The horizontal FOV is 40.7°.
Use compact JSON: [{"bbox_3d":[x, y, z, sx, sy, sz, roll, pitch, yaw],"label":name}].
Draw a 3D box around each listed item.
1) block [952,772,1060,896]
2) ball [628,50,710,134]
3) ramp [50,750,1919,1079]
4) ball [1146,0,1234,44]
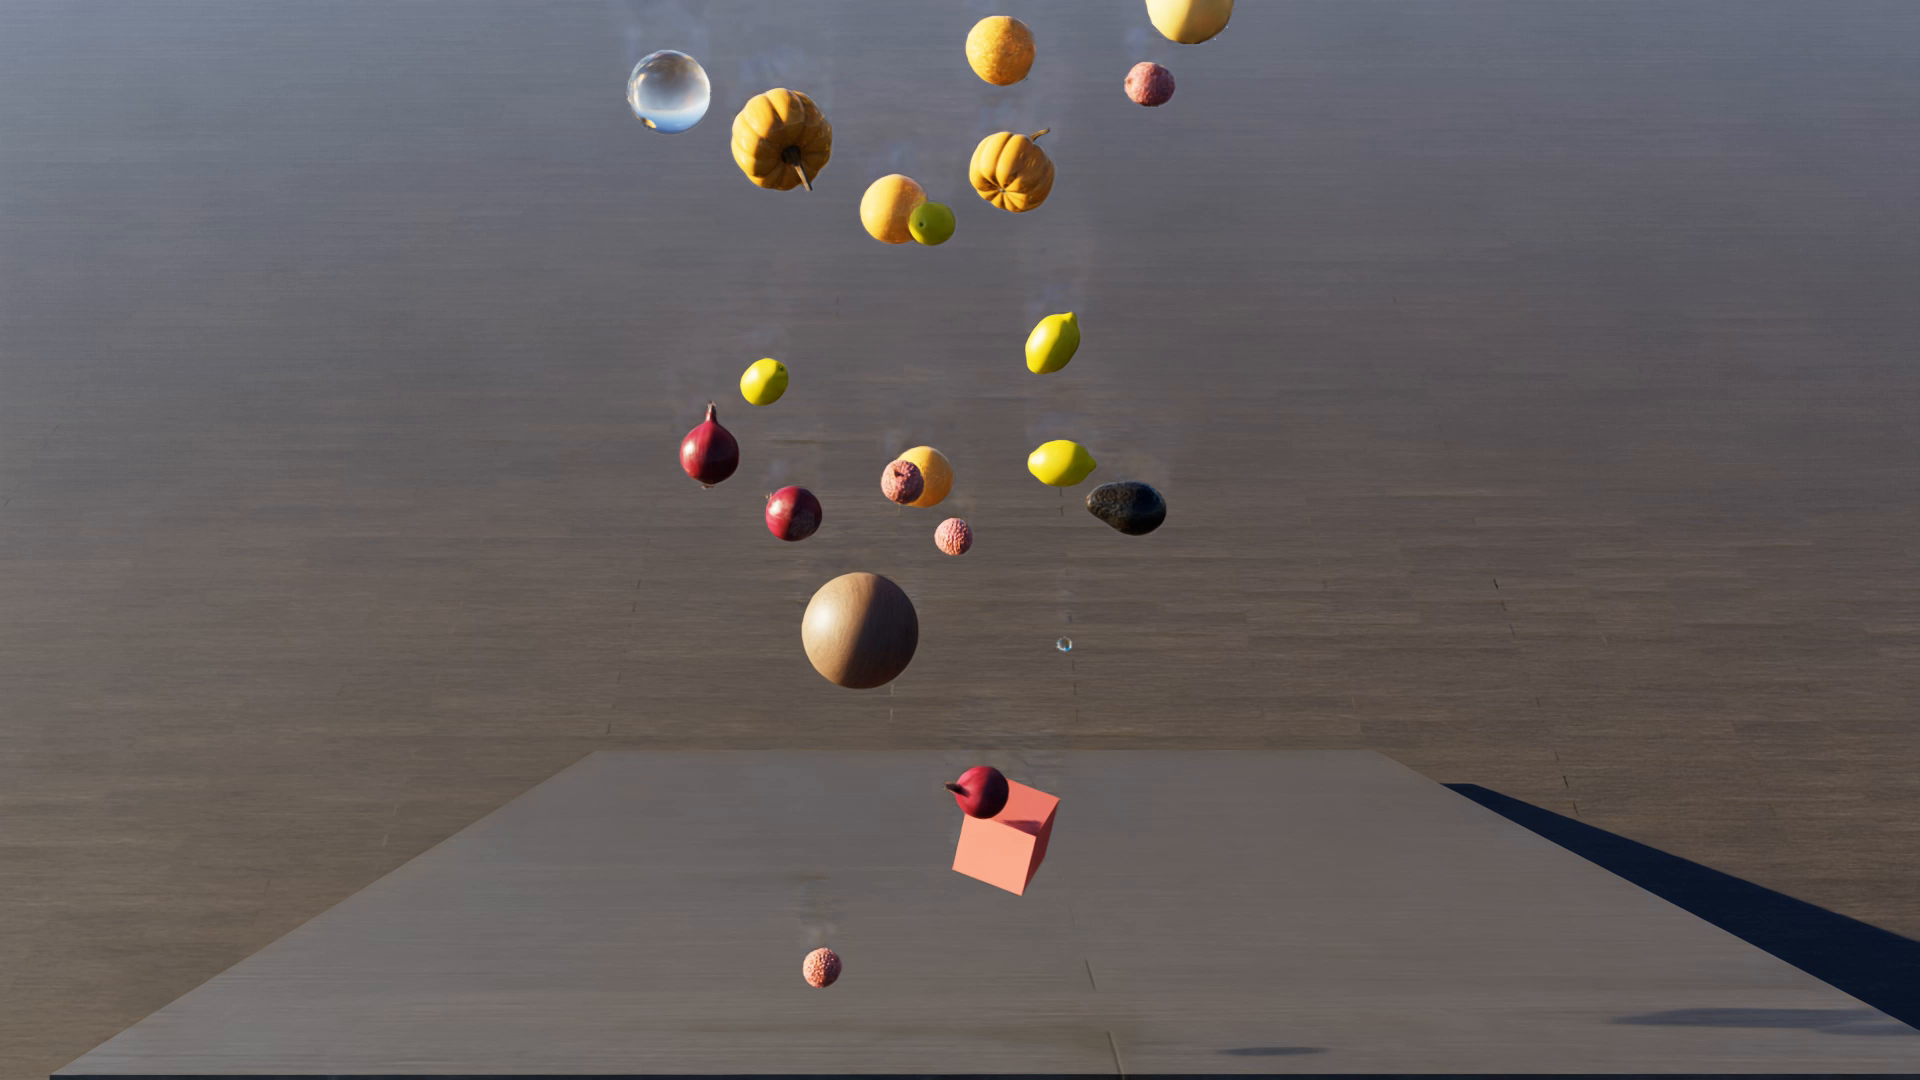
[{"bbox_3d":[0.053,0.335,2.954,0.085,0.085,0.085,19,31,12],"label":"block"},{"bbox_3d":[-0.262,-0.404,2.333,0.075,0.075,0.075,0,30,0],"label":"ball"},{"bbox_3d":[0.066,0.594,4.648,2.000,0.100,4.000,0,0,0],"label":"ramp"},{"bbox_3d":[0.226,-0.529,2.533,0.086,0.086,0.086,0,30,0],"label":"ball"}]
